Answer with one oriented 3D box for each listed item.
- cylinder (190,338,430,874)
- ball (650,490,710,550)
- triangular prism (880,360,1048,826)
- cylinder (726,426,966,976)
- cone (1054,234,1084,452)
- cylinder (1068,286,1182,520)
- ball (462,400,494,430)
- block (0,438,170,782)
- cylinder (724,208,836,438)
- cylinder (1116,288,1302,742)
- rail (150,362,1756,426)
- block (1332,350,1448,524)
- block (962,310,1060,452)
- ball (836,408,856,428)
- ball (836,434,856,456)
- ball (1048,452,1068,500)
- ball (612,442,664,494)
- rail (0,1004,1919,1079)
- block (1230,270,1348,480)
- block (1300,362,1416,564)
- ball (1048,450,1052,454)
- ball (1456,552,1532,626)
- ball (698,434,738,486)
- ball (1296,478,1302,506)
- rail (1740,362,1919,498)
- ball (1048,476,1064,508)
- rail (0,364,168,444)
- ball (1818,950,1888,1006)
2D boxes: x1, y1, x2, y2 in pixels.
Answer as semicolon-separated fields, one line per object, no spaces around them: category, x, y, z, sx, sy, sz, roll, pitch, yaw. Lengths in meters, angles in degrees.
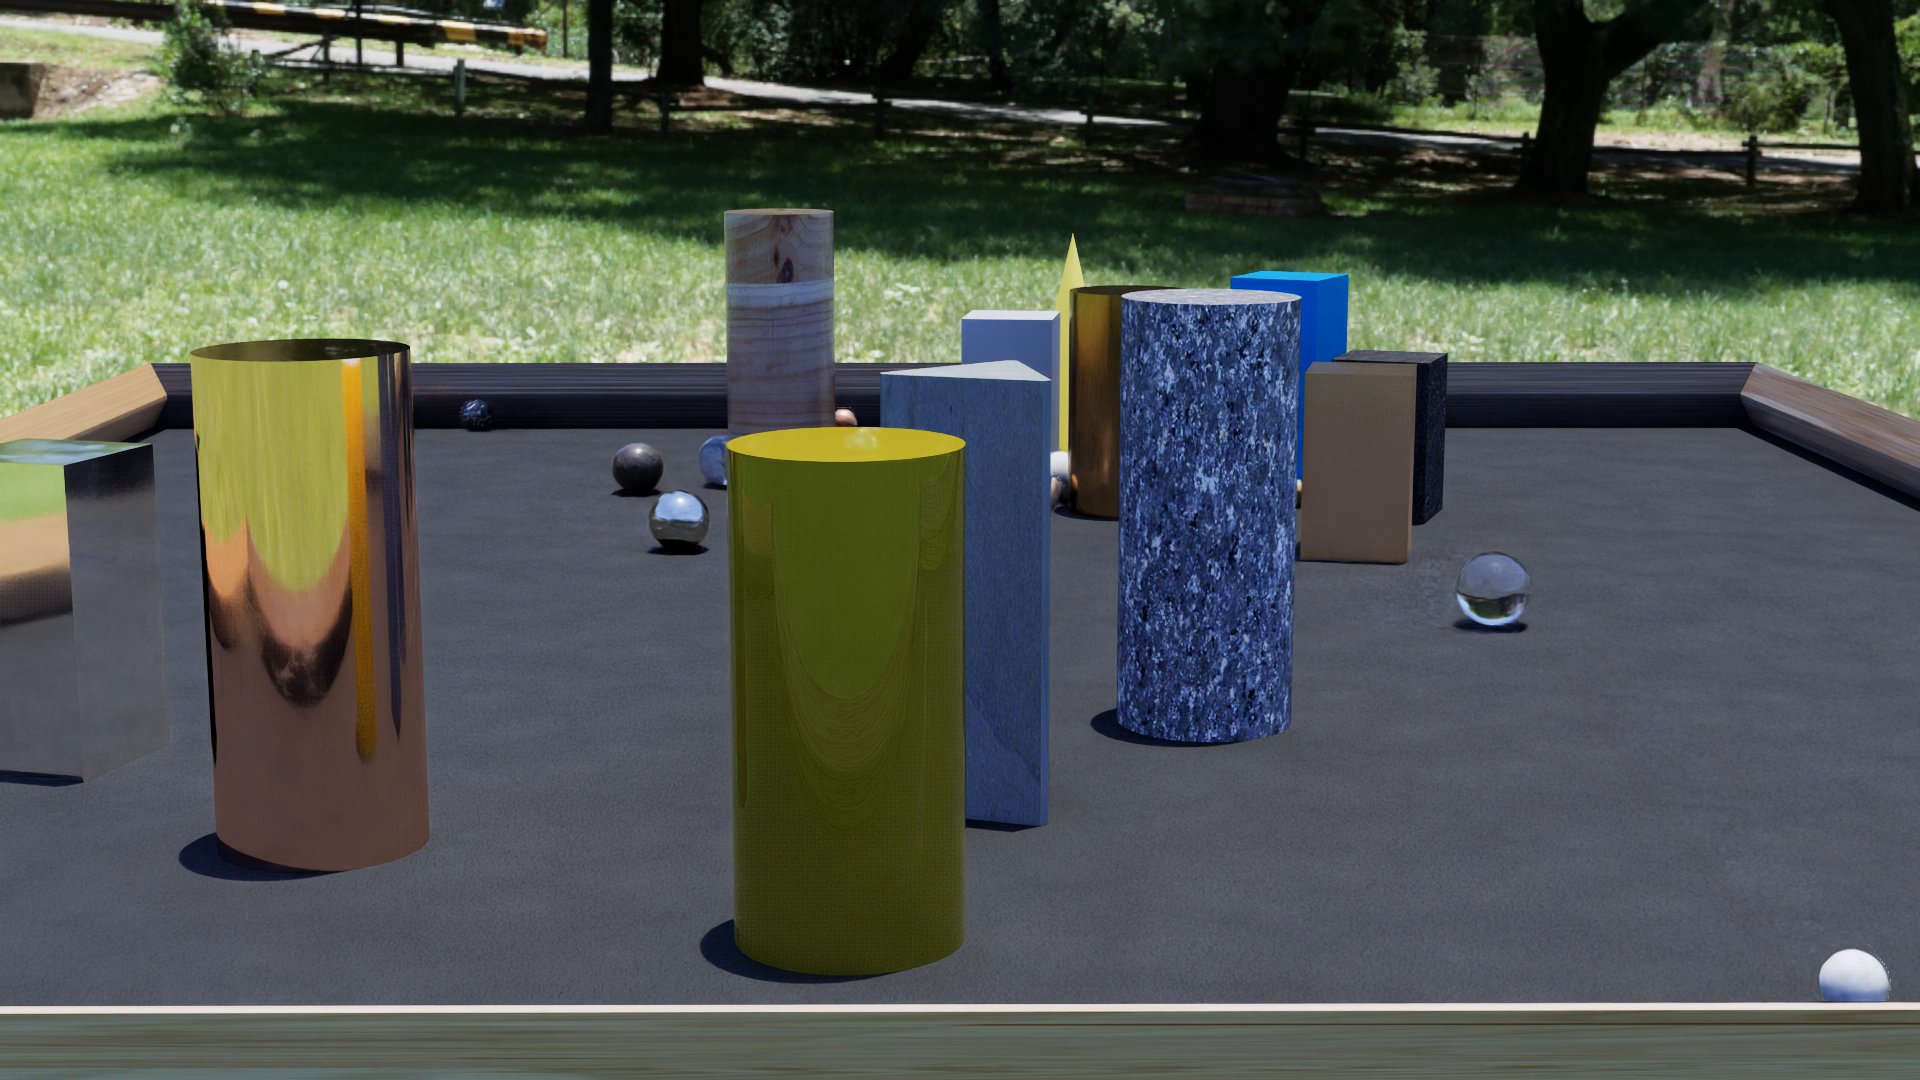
cylinder;-0.603;0.056;2.393;0.196;0.469;0.196;0;11;0
ball;-0.425;-0.030;3.888;0.092;0.092;0.092;0;11;0
triangular prism;0.028;0.046;2.544;0.170;0.434;0.147;4;11;20
cylinder;-0.093;0.128;2.136;0.196;0.421;0.196;0;11;0
cone;0.206;-0.351;4.714;0.196;0.424;0.196;0;11;0
cylinder;0.277;-0.229;4.222;0.196;0.363;0.196;0;11;0
ball;-0.972;-0.252;5.172;0.062;0.062;0.062;0;11;0
block;-0.954;0.070;2.700;0.157;0.330;0.157;3;11;16
cylinder;-0.323;-0.357;4.623;0.196;0.467;0.196;0;11;0
cylinder;0.274;-0.032;2.846;0.196;0.476;0.196;0;11;0
rail;-0.010;-0.294;5.211;3.273;0.127;0.045;0;11;0
block;0.699;-0.171;4.191;0.157;0.260;0.157;4;11;21
block;0.090;-0.249;4.515;0.157;0.295;0.157;1;11;7
ball;-0.232;-0.234;5.096;0.054;0.054;0.054;0;11;0
ball;-0.218;-0.180;4.837;0.042;0.042;0.042;0;11;0
ball;0.170;-0.108;4.337;0.083;0.083;0.083;0;11;0
ball;-0.554;-0.124;4.412;0.087;0.087;0.087;0;11;0
rail;0.010;0.359;1.687;3.273;0.127;0.045;0;11;0
block;0.566;-0.272;4.435;0.157;0.369;0.157;5;12;27
block;0.600;-0.119;3.857;0.157;0.279;0.157;2;11;12
ball;0.144;-0.118;4.412;0.074;0.074;0.074;0;11;0
ball;0.700;0.064;3.365;0.098;0.098;0.098;0;11;0
ball;-0.412;-0.140;4.490;0.091;0.091;0.091;0;11;0
ball;0.555;-0.079;4.277;0.048;0.048;0.048;0;11;0
rail;1.613;0.031;3.458;0.045;0.127;3.631;0;11;0
ball;0.143;-0.079;4.255;0.055;0.055;0.055;0;11;0
rail;-1.613;0.034;3.440;0.045;0.127;3.631;0;11;0
ball;0.692;0.343;1.988;0.051;0.051;0.051;0;11;0
